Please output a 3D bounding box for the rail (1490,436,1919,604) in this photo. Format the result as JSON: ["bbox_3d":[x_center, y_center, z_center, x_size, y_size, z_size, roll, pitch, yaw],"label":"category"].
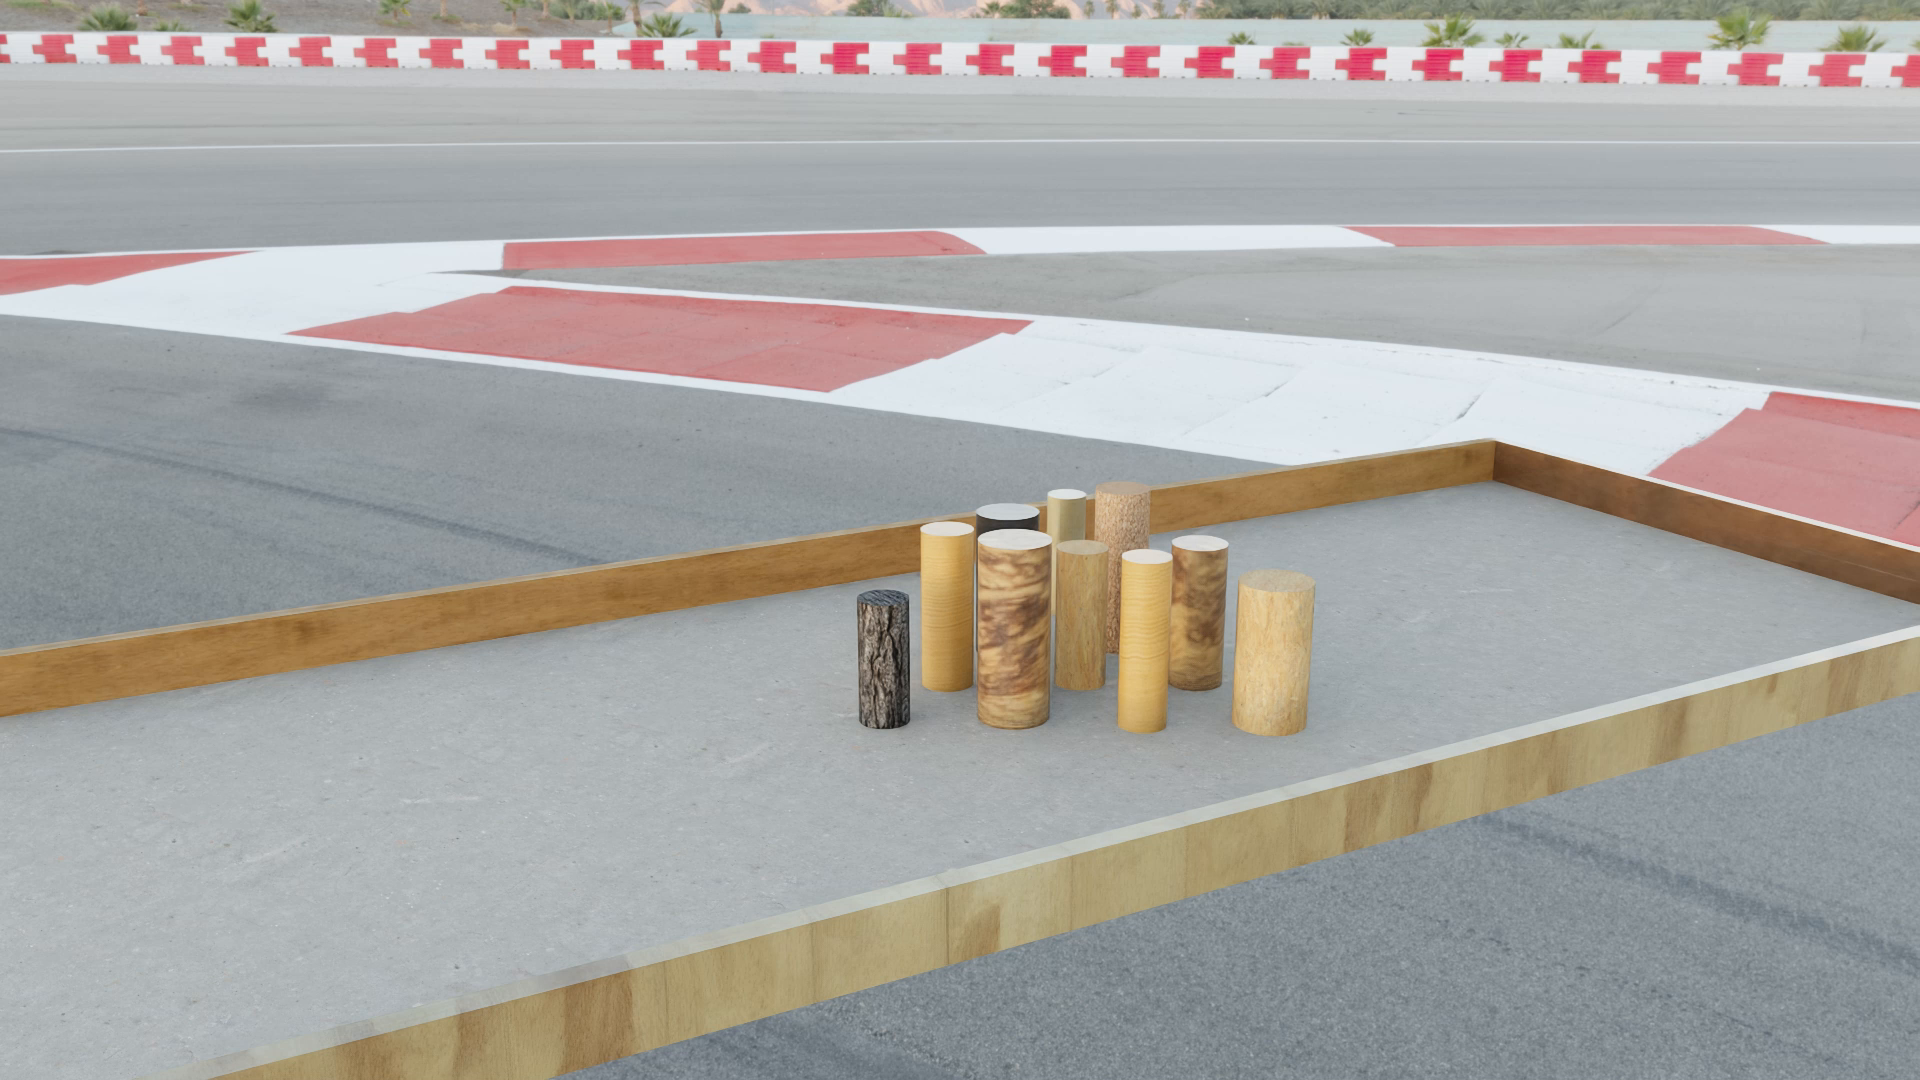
[{"bbox_3d":[2.466,-0.048,5.253,0.050,0.150,2.100,-9,18,-27],"label":"rail"}]

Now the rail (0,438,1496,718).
[{"bbox_3d":[-3.305,0.497,3.399,12.000,0.150,0.050,-9,18,-27],"label":"rail"}]

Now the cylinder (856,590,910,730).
[{"bbox_3d":[-0.178,0.279,3.866,0.121,0.304,0.121,0,16,0],"label":"cylinder"}]

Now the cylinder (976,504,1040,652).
[{"bbox_3d":[0.123,0.107,4.319,0.164,0.378,0.164,0,16,0],"label":"cylinder"}]

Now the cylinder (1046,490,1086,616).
[{"bbox_3d":[0.296,0.035,4.632,0.108,0.340,0.108,0,16,0],"label":"cylinder"}]

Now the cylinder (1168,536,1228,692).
[{"bbox_3d":[0.589,0.181,4.096,0.138,0.362,0.138,0,16,0],"label":"cylinder"}]

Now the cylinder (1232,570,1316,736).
[{"bbox_3d":[0.729,0.261,3.846,0.175,0.350,0.175,0,16,0],"label":"cylinder"}]

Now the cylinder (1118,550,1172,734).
[{"bbox_3d":[0.428,0.235,3.824,0.116,0.412,0.116,0,16,0],"label":"cylinder"}]

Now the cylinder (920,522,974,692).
[{"bbox_3d":[-0.031,0.165,4.083,0.131,0.401,0.131,0,16,0],"label":"cylinder"}]

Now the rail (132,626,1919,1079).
[{"bbox_3d":[-2.336,1.006,1.665,12.000,0.150,0.050,-9,18,-27],"label":"rail"}]

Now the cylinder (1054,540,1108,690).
[{"bbox_3d":[0.301,0.186,4.097,0.128,0.352,0.128,0,16,0],"label":"cylinder"}]

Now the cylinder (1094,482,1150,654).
[{"bbox_3d":[0.423,0.073,4.341,0.143,0.432,0.143,0,16,0],"label":"cylinder"}]

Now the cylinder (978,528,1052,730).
[{"bbox_3d":[0.127,0.208,3.868,0.172,0.438,0.172,0,16,0],"label":"cylinder"}]
